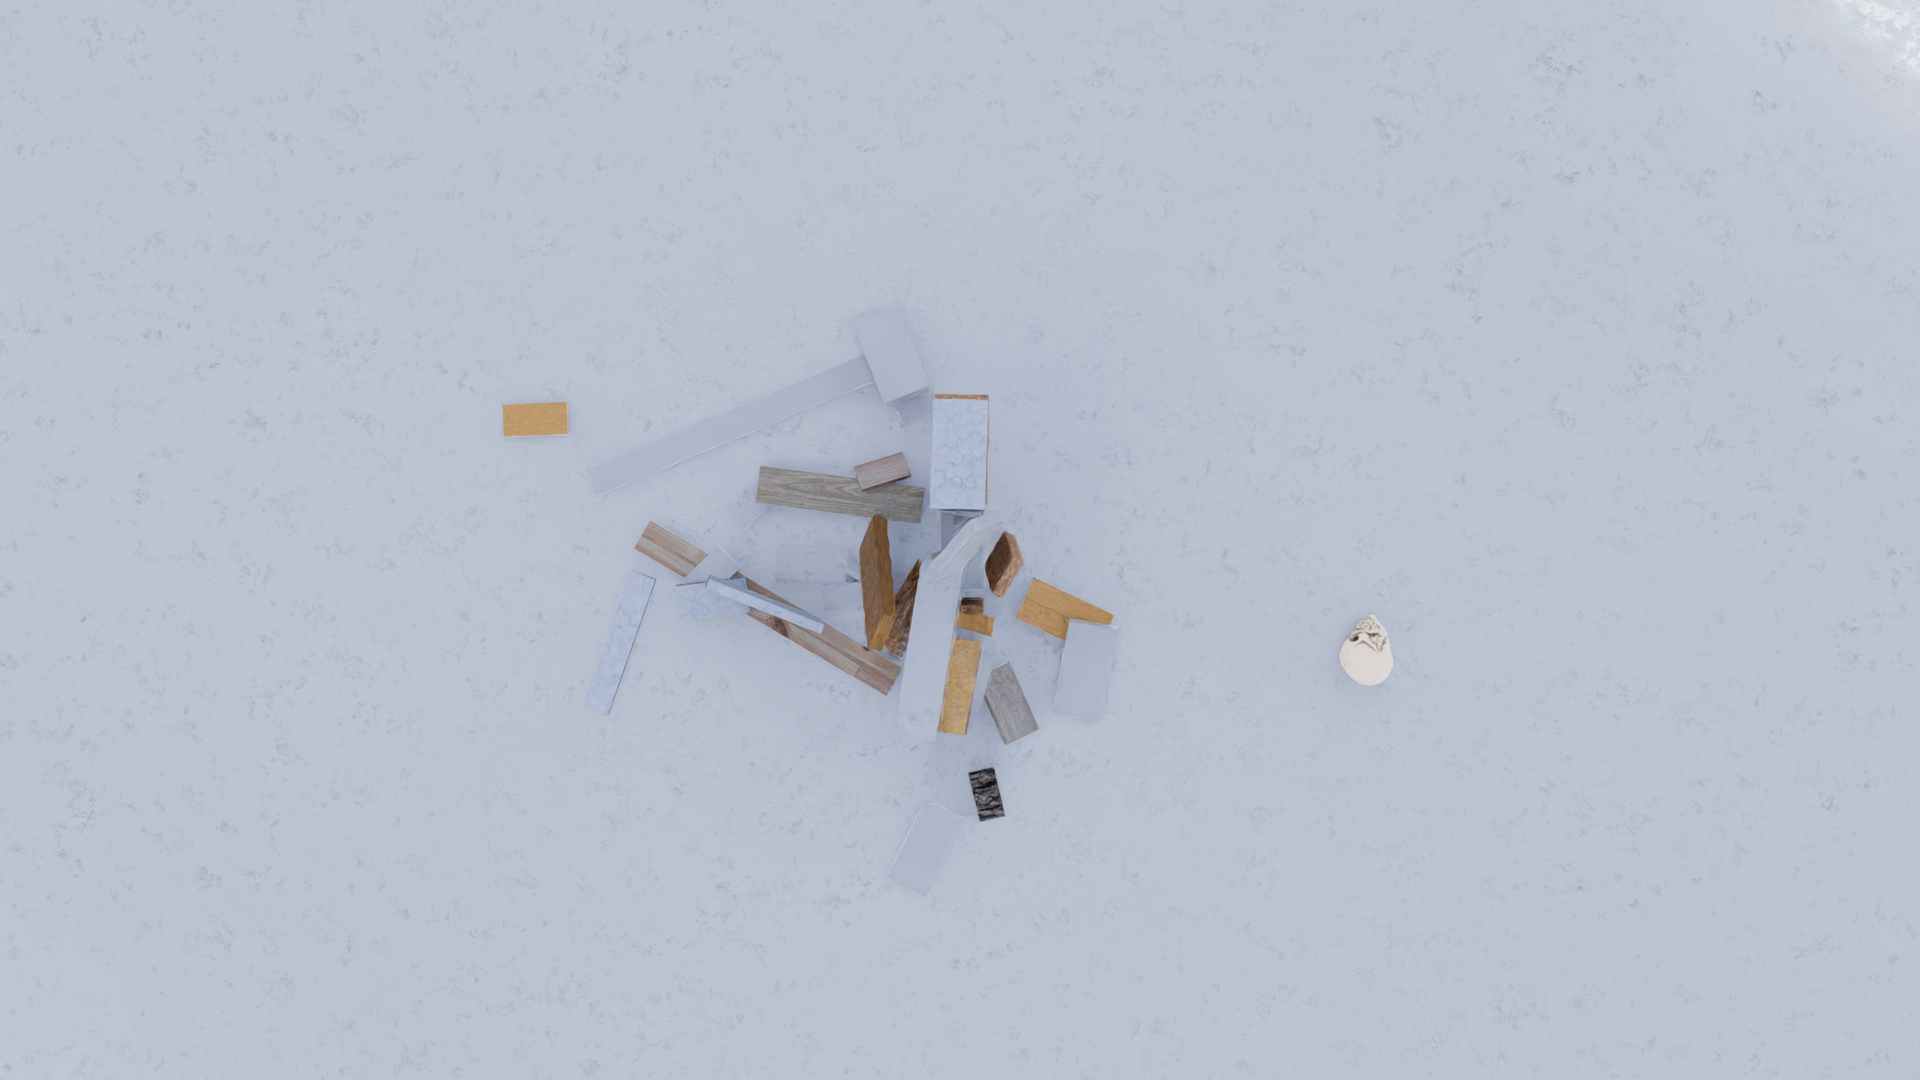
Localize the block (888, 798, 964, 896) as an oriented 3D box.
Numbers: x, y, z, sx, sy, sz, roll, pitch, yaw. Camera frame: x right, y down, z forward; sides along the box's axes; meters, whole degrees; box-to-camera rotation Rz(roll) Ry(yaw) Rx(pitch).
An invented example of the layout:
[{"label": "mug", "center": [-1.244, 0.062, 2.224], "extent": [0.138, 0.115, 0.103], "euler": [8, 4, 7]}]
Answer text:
[{"label": "block", "center": [-0.114, 1.021, 5.480], "extent": [0.143, 0.041, 0.286], "euler": [26, 90, 0]}]

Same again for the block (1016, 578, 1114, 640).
[{"label": "block", "center": [0.348, 0.253, 5.479], "extent": [0.292, 0.041, 0.146], "euler": [25, 90, 0]}]

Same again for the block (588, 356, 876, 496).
[{"label": "block", "center": [-0.737, -0.391, 5.487], "extent": [1.049, 0.026, 0.091], "euler": [-22, 90, 0]}]

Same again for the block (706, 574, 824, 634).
[{"label": "block", "center": [-0.636, 0.208, 5.376], "extent": [0.399, 0.115, 0.033], "euler": [23, 93, -10]}]

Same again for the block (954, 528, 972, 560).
[{"label": "block", "center": [0.012, 0.012, 5.129], "extent": [0.071, 0.141, 0.020], "euler": [11, 59, 0]}]

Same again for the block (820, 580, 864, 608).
[{"label": "block", "center": [-0.381, 0.176, 5.472], "extent": [0.148, 0.021, 0.074], "euler": [-14, 120, 0]}]

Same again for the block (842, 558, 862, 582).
[{"label": "block", "center": [-0.307, 0.116, 5.456], "extent": [0.148, 0.074, 0.021], "euler": [28, 120, 5]}]

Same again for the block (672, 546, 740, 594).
[{"label": "block", "center": [-0.837, 0.129, 5.455], "extent": [0.211, 0.030, 0.106], "euler": [-45, 90, 0]}]

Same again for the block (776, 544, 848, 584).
[{"label": "block", "center": [-0.493, 0.080, 5.484], "extent": [0.230, 0.033, 0.115], "euler": [4, 90, 0]}]

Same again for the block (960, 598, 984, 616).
[{"label": "block", "center": [0.003, 0.218, 5.356], "extent": [0.144, 0.287, 0.041], "euler": [3, 93, 0]}]

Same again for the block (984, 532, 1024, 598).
[{"label": "block", "center": [0.138, 0.077, 5.290], "extent": [0.038, 0.271, 0.135], "euler": [27, 104, -12]}]

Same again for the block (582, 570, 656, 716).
[{"label": "block", "center": [-1.132, 0.343, 5.488], "extent": [0.086, 0.024, 0.481], "euler": [19, 90, 0]}]

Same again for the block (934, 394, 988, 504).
[{"label": "block", "center": [0.003, -0.282, 5.138], "extent": [0.169, 0.048, 0.338], "euler": [1, 90, 0]}]

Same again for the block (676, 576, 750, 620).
[{"label": "block", "center": [-0.814, 0.193, 5.425], "extent": [0.230, 0.033, 0.115], "euler": [-7, 100, -8]}]

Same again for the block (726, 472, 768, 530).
[{"label": "block", "center": [-0.685, -0.134, 5.487], "extent": [0.091, 0.026, 0.182], "euler": [41, 90, 0]}]

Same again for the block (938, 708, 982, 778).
[{"label": "block", "center": [0.000, 0.645, 5.480], "extent": [0.143, 0.041, 0.286], "euler": [1, 90, 0]}]

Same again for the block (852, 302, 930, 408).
[{"label": "block", "center": [-0.228, -0.610, 5.437], "extent": [0.158, 0.045, 0.317], "euler": [-21, 75, -1]}]

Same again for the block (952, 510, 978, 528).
[{"label": "block", "center": [0.016, -0.064, 5.124], "extent": [0.071, 0.141, 0.020], "euler": [9, 75, 0]}]

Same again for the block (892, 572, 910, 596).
[{"label": "block", "center": [-0.154, 0.138, 5.490], "extent": [0.148, 0.021, 0.074], "euler": [-10, 90, 0]}]

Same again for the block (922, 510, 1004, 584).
[{"label": "block", "center": [0.010, 0.022, 4.902], "extent": [0.038, 0.135, 0.271], "euler": [53, 130, 14]}]

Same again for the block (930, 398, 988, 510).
[{"label": "block", "center": [-0.003, -0.247, 4.772], "extent": [0.158, 0.045, 0.317], "euler": [2, 90, 0]}]

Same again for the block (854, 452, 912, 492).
[{"label": "block", "center": [-0.258, -0.225, 5.457], "extent": [0.172, 0.024, 0.086], "euler": [-18, 72, -12]}]

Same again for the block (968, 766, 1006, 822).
[{"label": "block", "center": [0.089, 0.843, 5.464], "extent": [0.086, 0.024, 0.172], "euler": [-13, 107, 0]}]

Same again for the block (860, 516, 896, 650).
[{"label": "block", "center": [-0.266, 0.133, 5.280], "extent": [0.045, 0.453, 0.158], "euler": [10, 131, -17]}]

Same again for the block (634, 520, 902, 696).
[{"label": "block", "center": [-0.636, 0.227, 5.485], "extent": [0.970, 0.030, 0.106], "euler": [30, 90, 0]}]

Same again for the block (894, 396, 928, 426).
[{"label": "block", "center": [-0.190, -0.482, 5.472], "extent": [0.091, 0.026, 0.182], "euler": [-31, 98, -4]}]

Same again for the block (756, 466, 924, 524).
[{"label": "block", "center": [-0.396, -0.149, 5.468], "extent": [0.548, 0.035, 0.122], "euler": [7, 90, -3]}]

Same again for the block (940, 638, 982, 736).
[{"label": "block", "center": [-0.029, 0.448, 5.099], "extent": [0.146, 0.041, 0.292], "euler": [10, 88, 13]}]

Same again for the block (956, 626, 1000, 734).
[{"label": "block", "center": [0.013, 0.437, 5.149], "extent": [0.143, 0.041, 0.310], "euler": [16, 89, 0]}]

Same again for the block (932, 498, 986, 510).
[{"label": "block", "center": [-0.005, -0.127, 4.954], "extent": [0.158, 0.317, 0.045], "euler": [1, 85, 0]}]

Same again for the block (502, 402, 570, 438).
[{"label": "block", "center": [-1.409, -0.400, 5.485], "extent": [0.212, 0.030, 0.106], "euler": [-2, 90, 0]}]

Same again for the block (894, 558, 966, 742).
[{"label": "block", "center": [-0.092, 0.339, 5.079], "extent": [0.135, 0.038, 0.553], "euler": [8, 86, 15]}]

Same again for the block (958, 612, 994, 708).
[{"label": "block", "center": [0.017, 0.375, 5.190], "extent": [0.144, 0.041, 0.287], "euler": [9, 89, 0]}]

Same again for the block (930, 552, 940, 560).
[{"label": "block", "center": [-0.030, 0.045, 5.086], "extent": [0.071, 0.141, 0.020], "euler": [-4, 89, 23]}]

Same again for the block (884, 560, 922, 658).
[{"label": "block", "center": [-0.163, 0.223, 5.368], "extent": [0.041, 0.146, 0.292], "euler": [22, 105, -34]}]

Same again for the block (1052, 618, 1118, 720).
[{"label": "block", "center": [0.412, 0.428, 5.446], "extent": [0.158, 0.045, 0.317], "euler": [9, 101, 0]}]

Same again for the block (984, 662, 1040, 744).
[{"label": "block", "center": [0.156, 0.541, 5.463], "extent": [0.122, 0.035, 0.244], "euler": [-24, 90, -20]}]

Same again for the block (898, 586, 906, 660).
[{"label": "block", "center": [-0.141, 0.276, 5.467], "extent": [0.122, 0.035, 0.244], "euler": [1, 96, 2]}]

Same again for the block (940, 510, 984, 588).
[{"label": "block", "center": [0.006, 0.019, 5.214], "extent": [0.133, 0.038, 0.266], "euler": [0, 90, 0]}]
